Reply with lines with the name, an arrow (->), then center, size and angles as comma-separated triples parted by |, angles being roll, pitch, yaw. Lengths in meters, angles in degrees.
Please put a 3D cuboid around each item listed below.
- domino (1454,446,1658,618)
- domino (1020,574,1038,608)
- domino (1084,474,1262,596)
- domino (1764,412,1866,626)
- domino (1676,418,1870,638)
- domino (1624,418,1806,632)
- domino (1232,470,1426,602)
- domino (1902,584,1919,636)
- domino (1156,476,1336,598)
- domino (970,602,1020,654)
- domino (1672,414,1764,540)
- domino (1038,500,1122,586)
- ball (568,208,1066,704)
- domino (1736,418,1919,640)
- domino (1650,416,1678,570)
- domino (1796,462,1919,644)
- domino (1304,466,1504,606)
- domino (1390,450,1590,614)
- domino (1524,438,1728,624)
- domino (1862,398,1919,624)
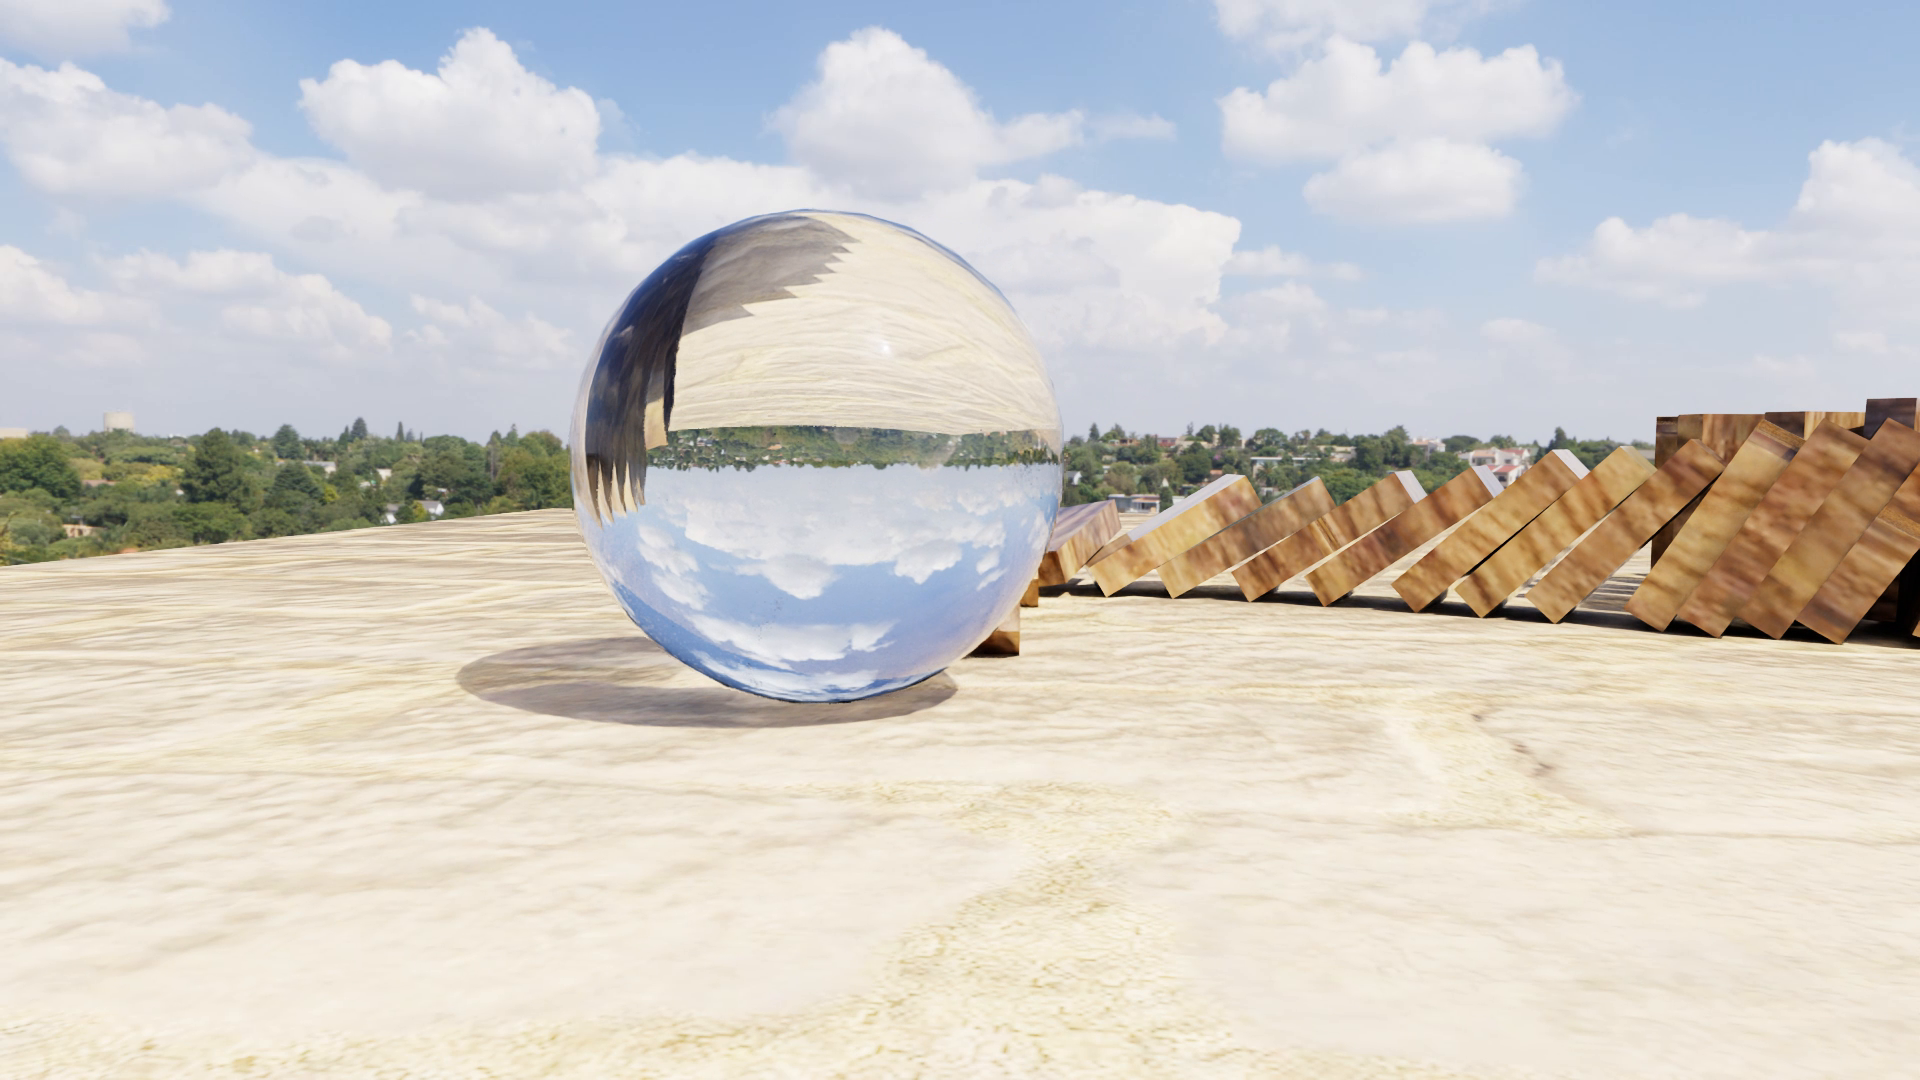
domino -> 0.146, -0.002, 0.314 | 0.050, 0.009, 0.025 | -49, -22, 26
domino -> 0.009, -0.002, 0.352 | 0.025, 0.009, 0.050 | 0, 38, 4
domino -> 0.060, -0.002, 0.367 | 0.050, 0.009, 0.025 | -31, 4, 2
domino -> 0.204, -0.005, 0.307 | 0.025, 0.050, 0.010 | -2, 5, -24
domino -> 0.180, -0.003, 0.284 | 0.009, 0.050, 0.025 | 37, 23, 26
domino -> 0.173, -0.003, 0.293 | 0.009, 0.050, 0.025 | 37, 23, 26
domino -> 0.100, -0.001, 0.346 | 0.050, 0.010, 0.025 | -35, -13, 26
domino -> 0.214, -0.003, 0.267 | 0.010, 0.050, 0.025 | 25, 16, 28
domino -> 0.080, -0.001, 0.359 | 0.050, 0.009, 0.025 | -30, -3, 14
domino -> 0.000, 0.000, 0.270 | 0.025, 0.050, 0.010 | 0, -34, 2
domino -> 0.198, -0.007, 0.329 | 0.025, 0.050, 0.009 | 0, 4, -6
domino -> 0.027, 0.001, 0.378 | 0.025, 0.010, 0.050 | -9, 14, 28
ball -> -0.023, -0.013, 0.211 | 0.080, 0.080, 0.080 | 0, 4, 0
domino -> 0.191, -0.003, 0.282 | 0.009, 0.050, 0.025 | 37, 23, 26
domino -> 0.205, -0.009, 0.351 | 0.025, 0.050, 0.010 | 4, 6, 41
domino -> 0.200, -0.002, 0.275 | 0.010, 0.050, 0.025 | 37, 24, 26
domino -> 0.116, -0.001, 0.335 | 0.050, 0.009, 0.025 | -38, -15, 27
domino -> 0.134, -0.002, 0.323 | 0.050, 0.010, 0.025 | -47, -21, 27
domino -> 0.158, -0.002, 0.305 | 0.009, 0.050, 0.025 | 48, 27, 21
domino -> 0.217, -0.006, 0.296 | 0.025, 0.050, 0.010 | 6, 0, -39
